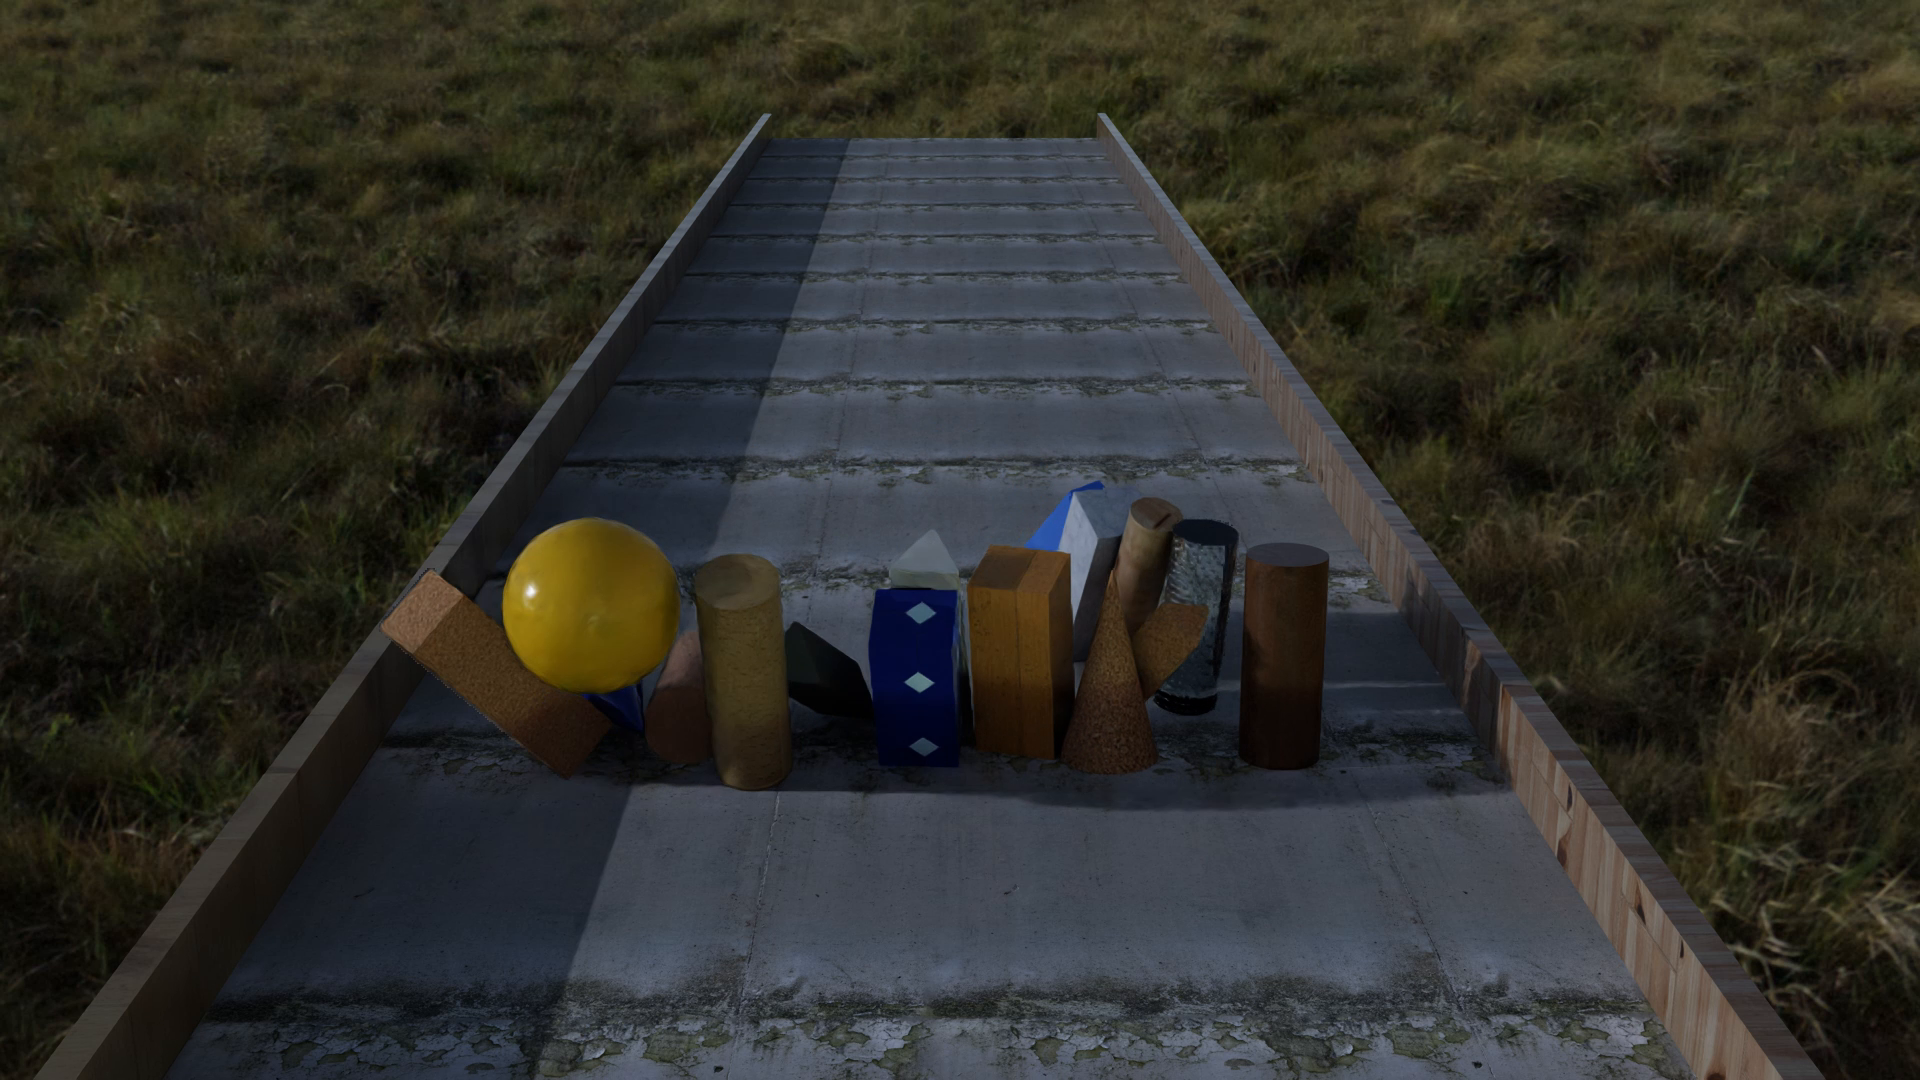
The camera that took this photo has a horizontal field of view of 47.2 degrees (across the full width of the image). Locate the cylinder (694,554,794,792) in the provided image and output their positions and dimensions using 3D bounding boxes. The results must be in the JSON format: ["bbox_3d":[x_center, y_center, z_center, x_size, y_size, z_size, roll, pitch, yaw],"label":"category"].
[{"bbox_3d":[-0.360,0.226,3.693,0.139,0.420,0.139,0,40,0],"label":"cylinder"}]

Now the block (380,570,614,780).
[{"bbox_3d":[-0.783,0.233,3.746,0.127,0.411,0.127,-51,42,-11],"label":"block"}]

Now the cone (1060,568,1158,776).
[{"bbox_3d":[0.265,0.216,3.877,0.174,0.355,0.174,0,17,0],"label":"cone"}]

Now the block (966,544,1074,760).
[{"bbox_3d":[0.111,0.200,3.902,0.145,0.344,0.145,6,31,16],"label":"block"}]

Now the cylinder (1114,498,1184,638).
[{"bbox_3d":[0.334,0.098,4.214,0.101,0.383,0.101,7,39,-6],"label":"cylinder"}]

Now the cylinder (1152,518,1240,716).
[{"bbox_3d":[0.438,0.145,4.104,0.121,0.349,0.121,4,24,-2],"label":"cylinder"}]

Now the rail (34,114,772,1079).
[{"bbox_3d":[-1.118,-0.838,7.780,0.050,0.150,12.000,0,17,-1],"label":"rail"}]

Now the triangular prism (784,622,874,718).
[{"bbox_3d":[-0.247,0.234,3.958,0.118,0.102,0.358,5,-13,16],"label":"triangular prism"}]

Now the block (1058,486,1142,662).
[{"bbox_3d":[0.274,0.070,4.343,0.133,0.347,0.133,-6,46,-20],"label":"block"}]

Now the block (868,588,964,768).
[{"bbox_3d":[-0.073,0.242,3.828,0.140,0.302,0.140,1,44,4],"label":"block"}]

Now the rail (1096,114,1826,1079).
[{"bbox_3d":[0.932,-0.844,7.801,0.050,0.150,12.000,0,17,-1],"label":"rail"}]

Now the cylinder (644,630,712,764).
[{"bbox_3d":[-0.484,0.283,4.018,0.146,0.146,0.309,0,17,0],"label":"cylinder"}]

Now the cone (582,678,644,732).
[{"bbox_3d":[-0.604,0.295,3.927,0.161,0.161,0.333,-7,15,-21],"label":"cone"}]

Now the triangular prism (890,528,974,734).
[{"bbox_3d":[-0.041,0.166,3.931,0.119,0.416,0.103,3,44,9],"label":"triangular prism"}]

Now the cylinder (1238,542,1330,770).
[{"bbox_3d":[0.570,0.205,3.880,0.144,0.375,0.144,0,17,0],"label":"cylinder"}]

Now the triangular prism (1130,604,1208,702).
[{"bbox_3d":[0.346,0.218,3.947,0.084,0.319,0.097,-27,72,-38],"label":"triangular prism"}]

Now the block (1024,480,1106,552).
[{"bbox_3d":[0.202,0.039,4.514,0.114,0.330,0.114,49,35,15],"label":"block"}]

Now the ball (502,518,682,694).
[{"bbox_3d":[-0.603,0.108,3.607,0.291,0.291,0.291,0,17,0],"label":"ball"}]
